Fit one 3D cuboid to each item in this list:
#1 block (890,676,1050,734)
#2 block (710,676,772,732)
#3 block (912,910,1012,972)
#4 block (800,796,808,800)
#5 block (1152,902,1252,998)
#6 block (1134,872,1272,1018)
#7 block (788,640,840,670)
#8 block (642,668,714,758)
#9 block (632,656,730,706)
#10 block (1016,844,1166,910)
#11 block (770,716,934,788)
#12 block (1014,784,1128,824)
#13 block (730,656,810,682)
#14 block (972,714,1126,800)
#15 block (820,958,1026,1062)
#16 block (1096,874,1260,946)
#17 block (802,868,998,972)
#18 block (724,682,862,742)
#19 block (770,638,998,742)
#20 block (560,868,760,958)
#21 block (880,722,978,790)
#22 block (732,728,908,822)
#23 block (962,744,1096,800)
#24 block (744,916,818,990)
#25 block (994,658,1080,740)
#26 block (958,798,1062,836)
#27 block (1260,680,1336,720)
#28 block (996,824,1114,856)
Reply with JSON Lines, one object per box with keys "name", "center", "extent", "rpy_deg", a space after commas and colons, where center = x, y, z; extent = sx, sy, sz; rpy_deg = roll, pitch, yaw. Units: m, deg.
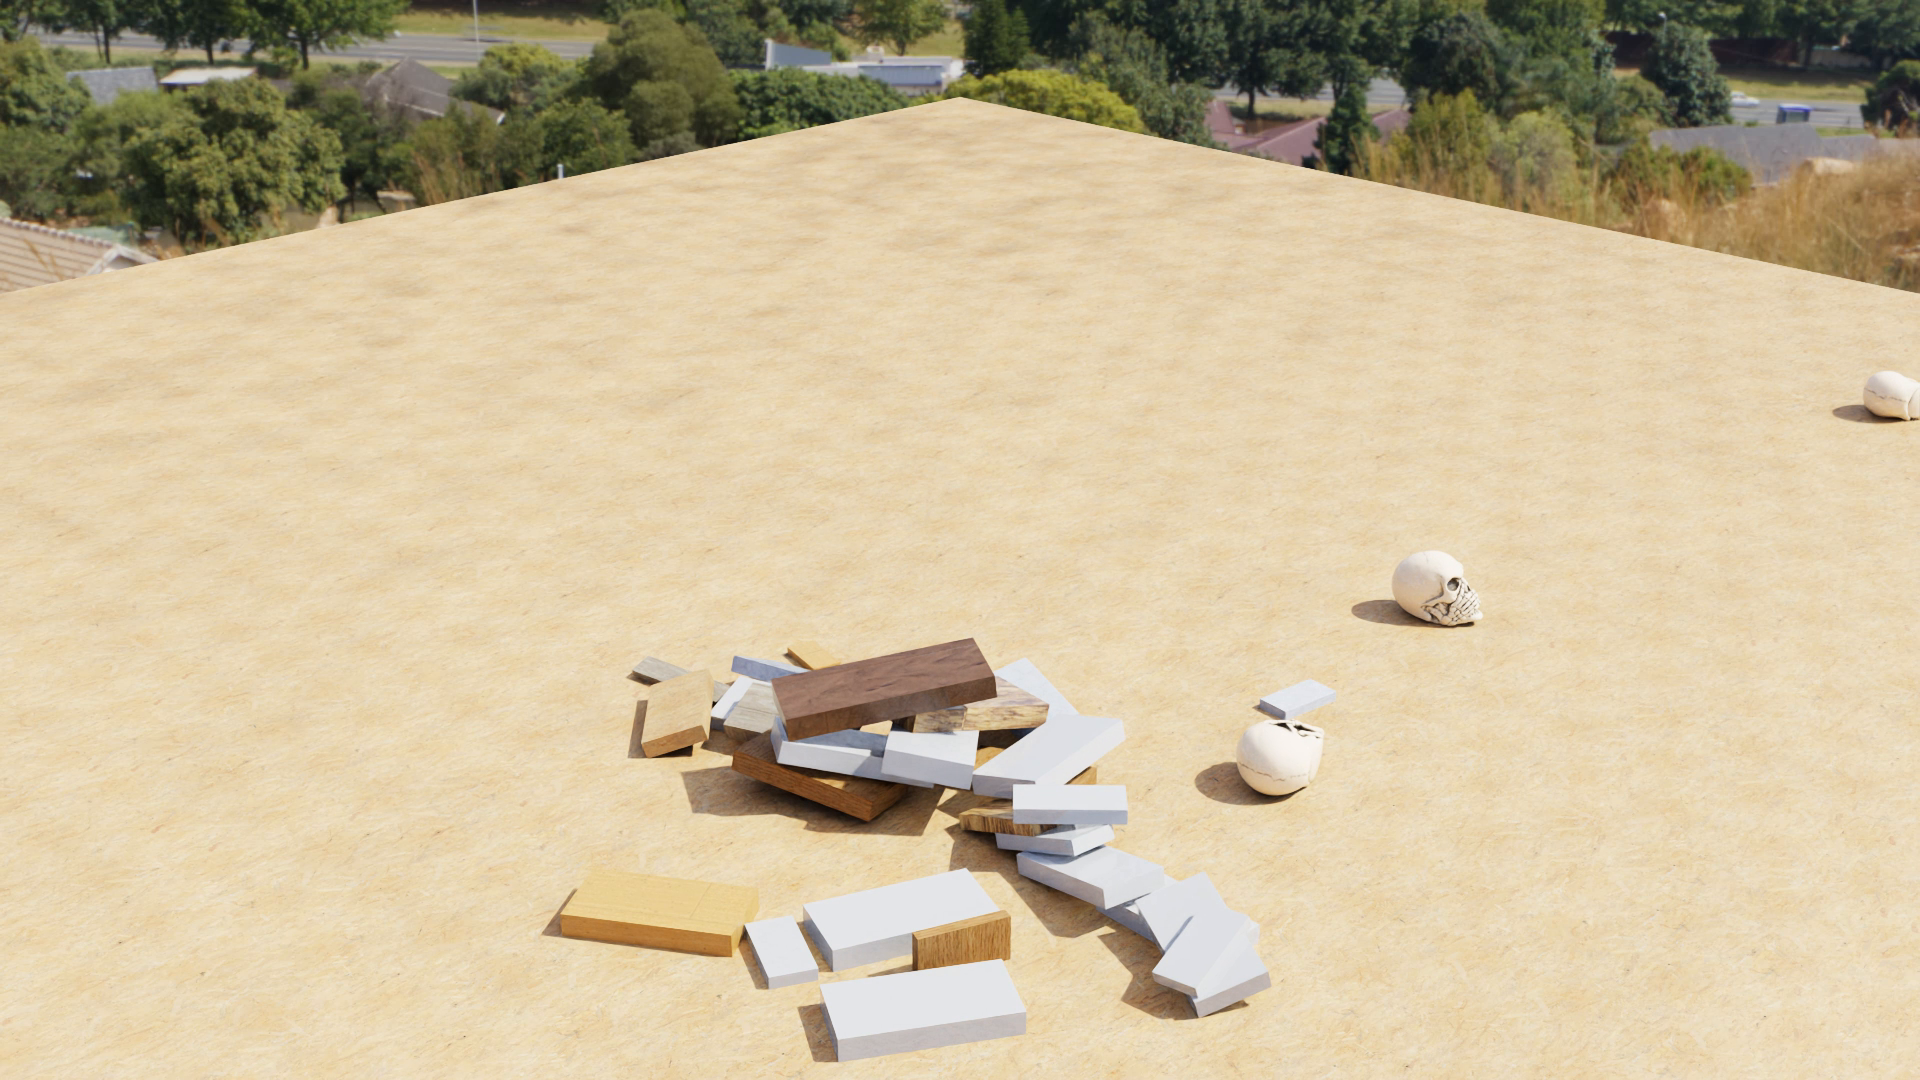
{"name": "block", "center": [-0.006, 0.346, 4.632], "extent": [0.357, 0.051, 0.179], "rpy_deg": [1, 16, -39]}
{"name": "block", "center": [-0.394, 0.380, 4.771], "extent": [0.273, 0.039, 0.136], "rpy_deg": [12, 41, 26]}
{"name": "block", "center": [0.003, 0.726, 3.933], "extent": [0.182, 0.091, 0.026], "rpy_deg": [-10, 25, -22]}
{"name": "block", "center": [-0.320, 0.488, 4.581], "extent": [0.080, 0.023, 0.160], "rpy_deg": [-10, 25, -22]}
{"name": "block", "center": [0.425, 0.718, 3.863], "extent": [0.091, 0.026, 0.182], "rpy_deg": [14, 45, 37]}
{"name": "block", "center": [0.431, 0.717, 3.919], "extent": [0.140, 0.040, 0.280], "rpy_deg": [-22, 35, -7]}
{"name": "block", "center": [-0.338, 0.274, 5.090], "extent": [0.068, 0.019, 0.136], "rpy_deg": [-13, 26, -28]}
{"name": "block", "center": [-0.611, 0.374, 4.780], "extent": [0.136, 0.039, 0.273], "rpy_deg": [-18, 23, 4]}
{"name": "block", "center": [-0.559, 0.339, 4.917], "extent": [0.426, 0.016, 0.057], "rpy_deg": [17, 44, 33]}
{"name": "block", "center": [0.245, 0.624, 4.159], "extent": [0.140, 0.040, 0.280], "rpy_deg": [-15, 14, -31]}
{"name": "block", "center": [-0.218, 0.434, 4.498], "extent": [0.323, 0.046, 0.162], "rpy_deg": [11, 11, -13]}
{"name": "block", "center": [0.212, 0.511, 4.249], "extent": [0.219, 0.031, 0.109], "rpy_deg": [0, 19, 2]}
{"name": "block", "center": [-0.373, 0.305, 4.893], "extent": [0.259, 0.037, 0.130], "rpy_deg": [12, 0, 41]}
{"name": "block", "center": [0.183, 0.444, 4.518], "extent": [0.162, 0.046, 0.323], "rpy_deg": [2, 20, 38]}
{"name": "block", "center": [-0.065, 0.810, 3.793], "extent": [0.328, 0.046, 0.164], "rpy_deg": [-6, 24, -13]}
{"name": "block", "center": [0.400, 0.697, 4.067], "extent": [0.140, 0.040, 0.280], "rpy_deg": [-20, 30, -38]}
{"name": "block", "center": [-0.108, 0.698, 4.055], "extent": [0.328, 0.046, 0.164], "rpy_deg": [-9, 25, -21]}
{"name": "block", "center": [-0.351, 0.386, 4.686], "extent": [0.273, 0.039, 0.136], "rpy_deg": [10, 43, 24]}
{"name": "block", "center": [-0.157, 0.303, 4.493], "extent": [0.432, 0.051, 0.179], "rpy_deg": [-11, 26, -10]}
{"name": "block", "center": [-0.554, 0.689, 4.077], "extent": [0.328, 0.046, 0.164], "rpy_deg": [5, 23, 12]}
{"name": "block", "center": [-0.056, 0.418, 4.498], "extent": [0.179, 0.051, 0.357], "rpy_deg": [11, 11, 0]}
{"name": "block", "center": [-0.286, 0.476, 4.503], "extent": [0.323, 0.046, 0.162], "rpy_deg": [18, 20, 22]}
{"name": "block", "center": [0.139, 0.492, 4.553], "extent": [0.259, 0.037, 0.130], "rpy_deg": [9, 25, 21]}
{"name": "block", "center": [-0.324, 0.744, 3.974], "extent": [0.091, 0.026, 0.182], "rpy_deg": [-8, 24, -17]}
{"name": "block", "center": [0.148, 0.357, 4.807], "extent": [0.130, 0.037, 0.259], "rpy_deg": [-23, 34, -15]}
{"name": "block", "center": [0.109, 0.546, 4.336], "extent": [0.109, 0.031, 0.219], "rpy_deg": [-16, 8, -39]}
{"name": "block", "center": [0.752, 0.355, 4.895], "extent": [0.160, 0.023, 0.080], "rpy_deg": [-17, 28, -35]}
{"name": "block", "center": [0.183, 0.573, 4.257], "extent": [0.109, 0.031, 0.219], "rpy_deg": [-16, 8, -40]}
